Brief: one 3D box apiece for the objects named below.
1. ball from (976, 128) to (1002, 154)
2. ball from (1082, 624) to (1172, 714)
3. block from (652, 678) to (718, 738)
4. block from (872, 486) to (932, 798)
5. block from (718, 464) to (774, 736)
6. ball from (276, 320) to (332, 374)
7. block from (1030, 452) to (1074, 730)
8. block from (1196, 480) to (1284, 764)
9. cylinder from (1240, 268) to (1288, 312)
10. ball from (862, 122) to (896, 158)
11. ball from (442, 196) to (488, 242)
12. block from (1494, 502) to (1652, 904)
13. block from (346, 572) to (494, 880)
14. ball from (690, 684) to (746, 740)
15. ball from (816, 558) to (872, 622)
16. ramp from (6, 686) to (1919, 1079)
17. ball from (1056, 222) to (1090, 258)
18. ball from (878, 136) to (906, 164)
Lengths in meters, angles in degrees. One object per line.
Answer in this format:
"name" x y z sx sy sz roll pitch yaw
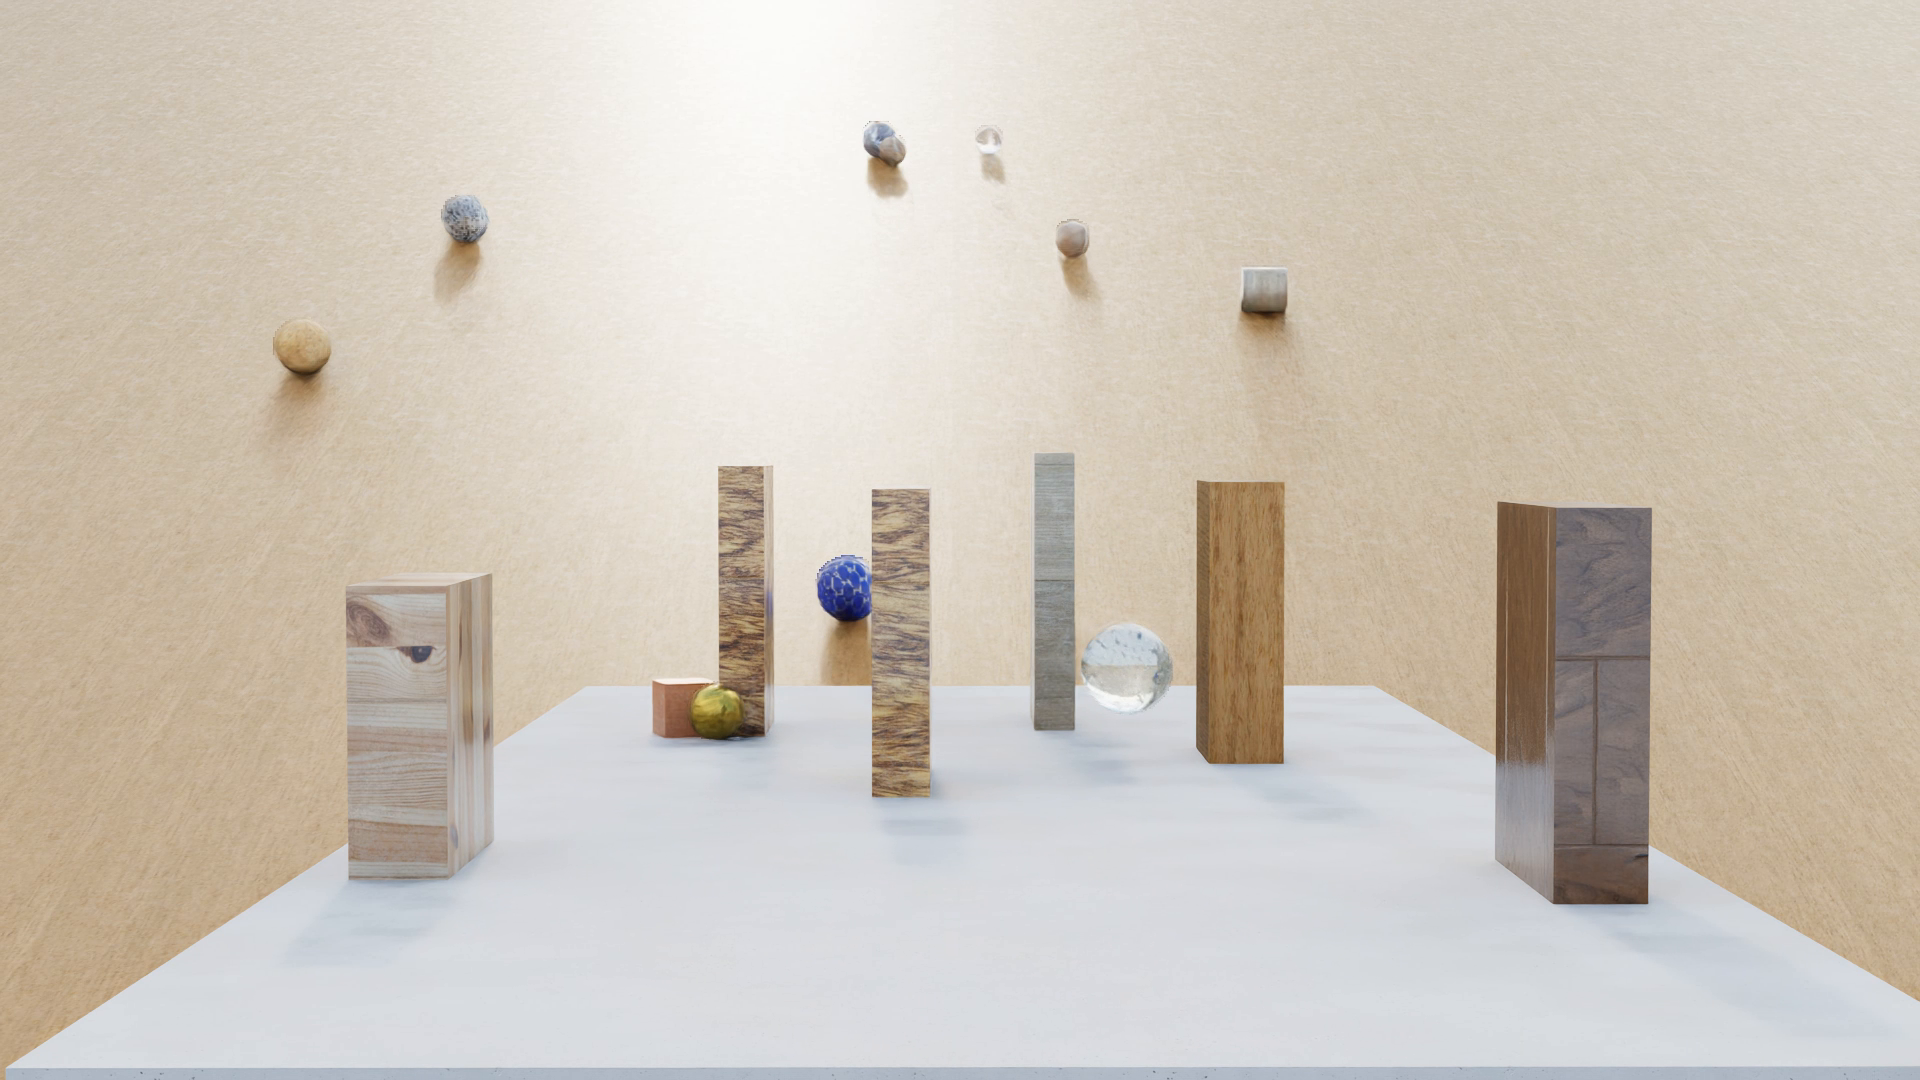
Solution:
"ball" 0.130 -1.782 11.493 0.120 0.120 0.120 0 24 0
"ball" 0.355 0.274 5.496 0.193 0.193 0.193 0 24 0
"block" -0.583 0.355 5.457 0.113 0.113 0.113 -1 2 -20
"block" -0.103 0.172 4.676 0.101 0.537 0.408 0 2 0
"block" -0.458 0.124 5.542 0.096 0.569 0.292 0 2 0
"ball" -2.264 -0.666 8.882 0.189 0.189 0.189 0 24 0
"block" 0.202 0.105 5.674 0.086 0.595 0.325 0 2 0
"block" 0.550 0.154 5.071 0.144 0.541 0.264 0 2 0
"cylinder" 1.119 -0.922 9.494 0.162 0.162 0.162 1 24 3
"ball" -0.359 -1.778 11.443 0.154 0.154 0.154 0 24 0
"ball" -1.974 -1.281 10.285 0.180 0.180 0.180 0 24 0
"block" 0.855 0.215 3.615 0.127 0.530 0.373 0 2 0
"block" -0.793 0.266 3.808 0.141 0.416 0.363 0 2 0
"ball" -0.503 0.358 5.346 0.116 0.116 0.116 0 24 0
"ball" -0.306 0.137 7.083 0.175 0.175 0.175 0 24 0
"ramp" 0.055 0.496 4.544 2.000 0.100 4.000 0 2 0
"ball" 0.444 -1.180 10.108 0.138 0.138 0.138 0 24 0
"ball" -0.296 -1.713 11.334 0.123 0.123 0.123 0 24 0
